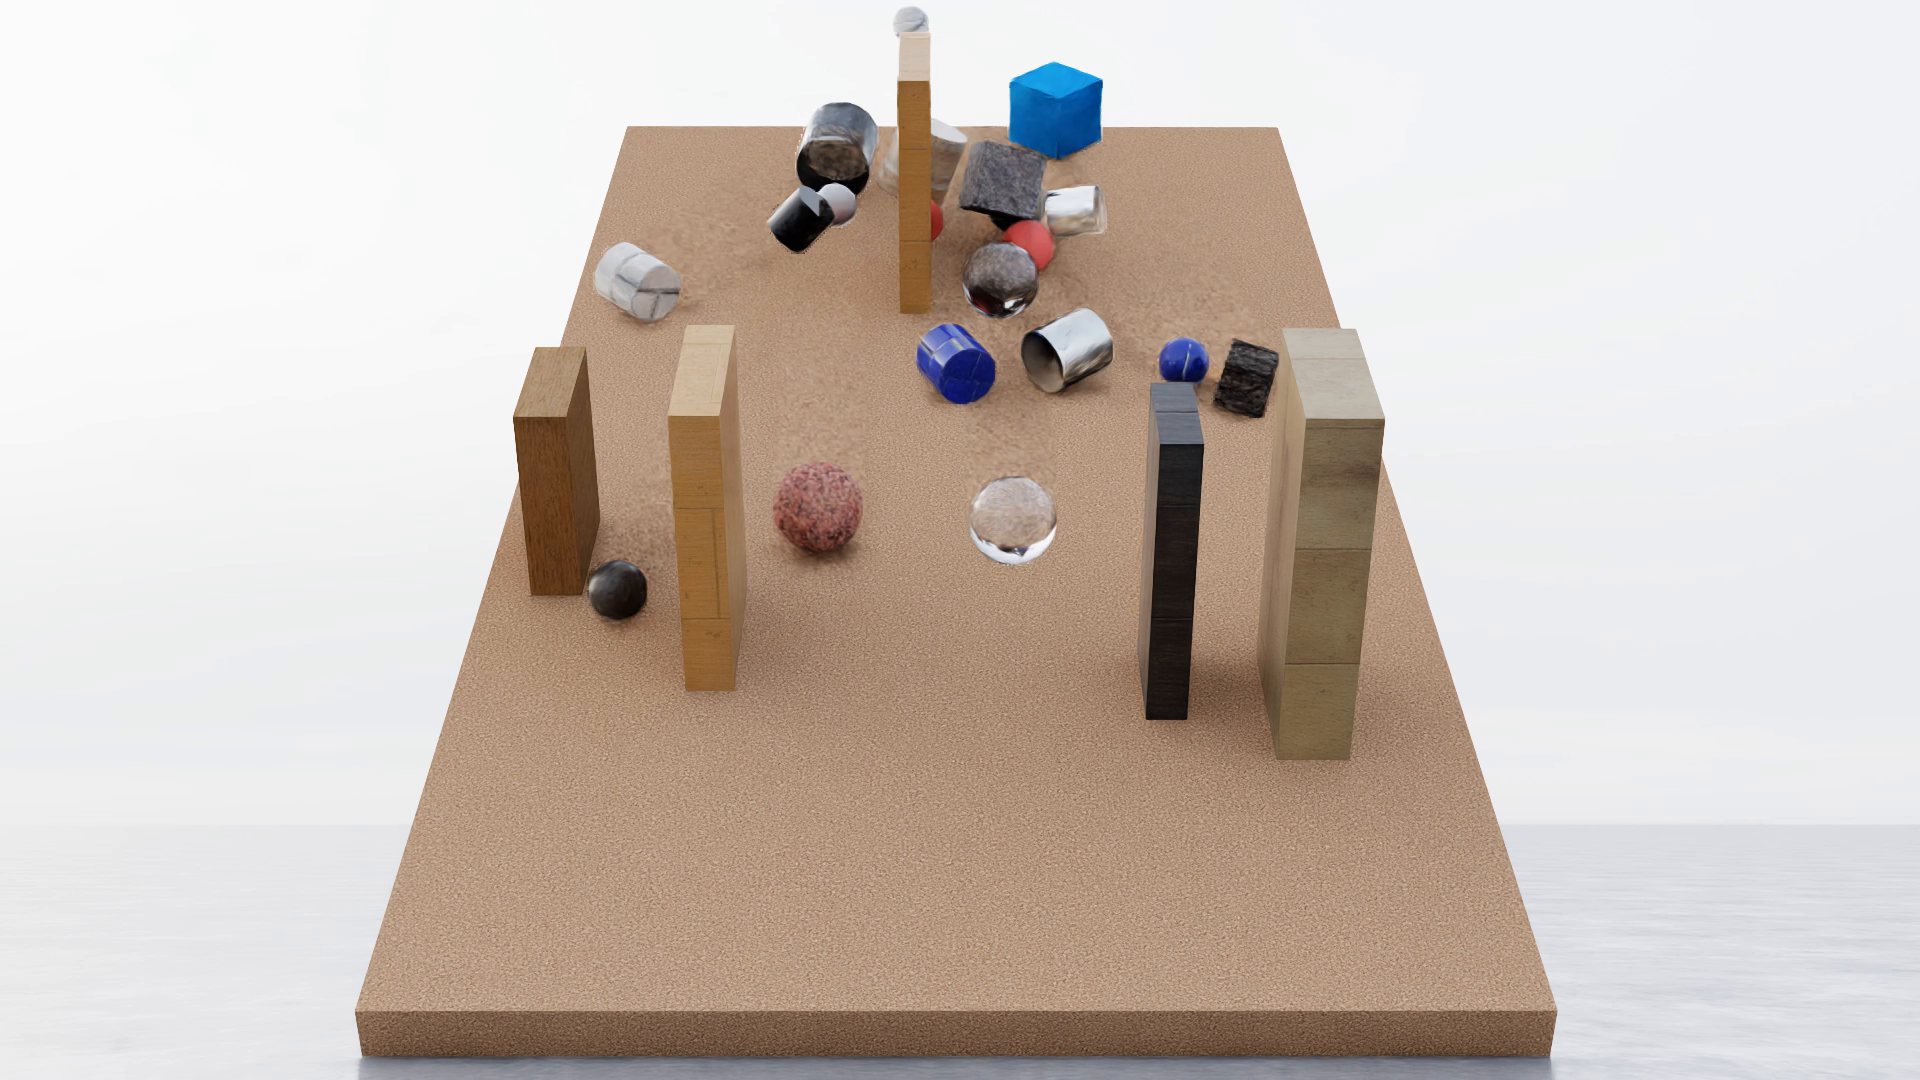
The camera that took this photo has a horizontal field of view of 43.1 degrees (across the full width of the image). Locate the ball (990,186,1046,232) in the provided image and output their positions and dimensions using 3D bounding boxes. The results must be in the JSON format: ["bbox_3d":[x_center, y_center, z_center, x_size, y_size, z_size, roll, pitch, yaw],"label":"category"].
[{"bbox_3d":[0.157,-0.933,6.742,0.168,0.168,0.168,0,-7,0],"label":"ball"}]

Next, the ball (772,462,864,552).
[{"bbox_3d":[-0.308,-0.072,5.273,0.197,0.197,0.197,0,-7,0],"label":"ball"}]

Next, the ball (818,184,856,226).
[{"bbox_3d":[-0.343,-0.922,6.673,0.117,0.117,0.117,0,-7,0],"label":"ball"}]

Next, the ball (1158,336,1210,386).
[{"bbox_3d":[0.548,-0.435,5.955,0.125,0.125,0.125,0,-7,0],"label":"ball"}]

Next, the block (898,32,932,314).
[{"bbox_3d":[-0.116,-0.956,6.323,0.081,0.635,0.362,0,31,0],"label":"block"}]

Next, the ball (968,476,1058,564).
[{"bbox_3d":[0.114,-0.042,5.231,0.191,0.191,0.191,0,-7,0],"label":"ball"}]

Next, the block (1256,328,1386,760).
[{"bbox_3d":[0.676,0.011,4.611,0.140,0.739,0.361,0,31,0],"label":"block"}]

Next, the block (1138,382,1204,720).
[{"bbox_3d":[0.405,0.026,4.706,0.081,0.615,0.243,0,31,0],"label":"block"}]

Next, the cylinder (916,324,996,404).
[{"bbox_3d":[-0.010,-0.430,5.918,0.149,0.149,0.149,3,27,-28],"label":"cylinder"}]

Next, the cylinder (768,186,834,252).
[{"bbox_3d":[-0.420,-0.849,6.425,0.125,0.125,0.125,-43,-28,24],"label":"cylinder"}]

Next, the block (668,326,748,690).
[{"bbox_3d":[-0.498,-0.064,4.846,0.096,0.620,0.385,0,31,0],"label":"block"}]

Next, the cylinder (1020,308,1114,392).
[{"bbox_3d":[0.262,-0.464,5.938,0.160,0.160,0.160,-28,8,-29],"label":"cylinder"}]

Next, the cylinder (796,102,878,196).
[{"bbox_3d":[-0.351,-1.118,6.985,0.210,0.210,0.210,-1,37,8],"label":"cylinder"}]

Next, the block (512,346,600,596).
[{"bbox_3d":[-0.854,-0.148,5.170,0.108,0.428,0.318,0,31,0],"label":"block"}]

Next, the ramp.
[{"bbox_3d":[-0.014,-0.202,5.780,2.000,0.100,4.000,0,31,0],"label":"ramp"}]

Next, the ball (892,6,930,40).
[{"bbox_3d":[-0.151,-1.588,7.488,0.118,0.118,0.118,0,-7,0],"label":"ball"}]

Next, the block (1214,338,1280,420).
[{"bbox_3d":[0.693,-0.388,5.852,0.121,0.121,0.121,18,37,6],"label":"block"}]

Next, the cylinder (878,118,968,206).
[{"bbox_3d":[-0.106,-1.068,6.818,0.197,0.197,0.197,20,22,-8],"label":"cylinder"}]

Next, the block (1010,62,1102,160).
[{"bbox_3d":[0.286,-1.287,7.268,0.195,0.195,0.195,28,43,35],"label":"block"}]

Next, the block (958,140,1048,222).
[{"bbox_3d":[0.113,-0.966,6.554,0.174,0.174,0.174,12,3,-13],"label":"block"}]

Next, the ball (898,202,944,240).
[{"bbox_3d":[-0.105,-0.873,6.656,0.124,0.124,0.124,0,-7,0],"label":"ball"}]

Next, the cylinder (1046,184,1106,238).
[{"bbox_3d":[0.311,-0.880,6.510,0.129,0.129,0.129,-4,-7,19],"label":"cylinder"}]

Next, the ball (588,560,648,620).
[{"bbox_3d":[-0.711,0.104,5.047,0.123,0.123,0.123,0,-7,0],"label":"ball"}]

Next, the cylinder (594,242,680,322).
[{"bbox_3d":[-0.831,-0.664,6.260,0.156,0.156,0.156,33,13,32],"label":"cylinder"}]

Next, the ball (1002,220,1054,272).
[{"bbox_3d":[0.181,-0.787,6.522,0.144,0.144,0.144,0,-7,0],"label":"ball"}]

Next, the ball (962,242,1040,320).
[{"bbox_3d":[0.105,-0.670,6.271,0.200,0.200,0.200,0,-7,0],"label":"ball"}]
